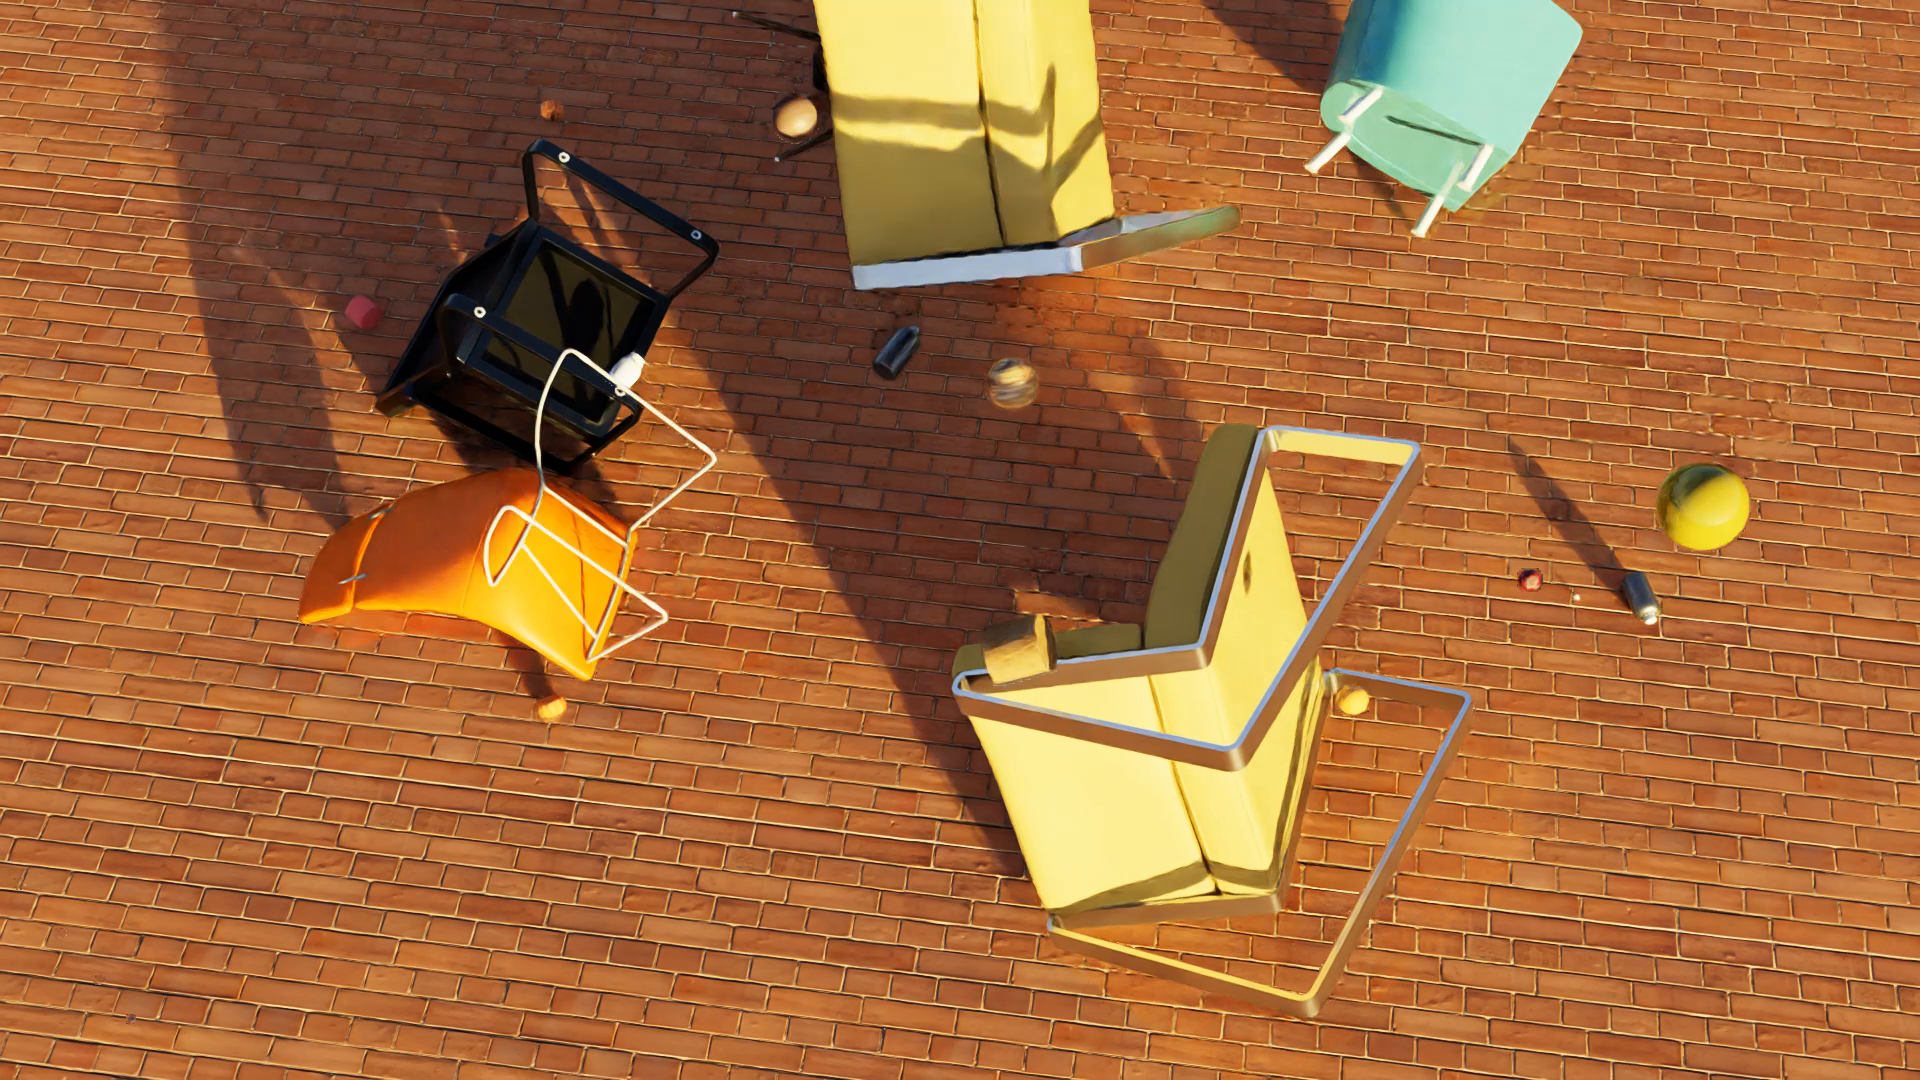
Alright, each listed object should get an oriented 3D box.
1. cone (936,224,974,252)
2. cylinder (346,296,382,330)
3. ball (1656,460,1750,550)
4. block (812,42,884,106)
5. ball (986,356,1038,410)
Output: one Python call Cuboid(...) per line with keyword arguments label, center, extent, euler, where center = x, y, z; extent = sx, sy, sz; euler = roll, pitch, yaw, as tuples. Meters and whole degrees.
Cuboid(label="cone", center=(-0.020, -1.012, 7.232), extent=(0.127, 0.069, 0.119), euler=(-14, 39, 4))
Cuboid(label="cylinder", center=(-1.901, -0.726, 7.013), extent=(0.072, 0.080, 0.089), euler=(35, 61, 21))
Cuboid(label="ball", center=(1.875, -0.088, 5.553), extent=(0.225, 0.225, 0.225), euler=(0, 56, 0))
Cuboid(label="block", center=(-0.384, -1.598, 7.556), extent=(0.232, 0.135, 0.080), euler=(20, 53, 11))
Cuboid(label="ball", center=(0.134, -0.403, 5.660), extent=(0.137, 0.137, 0.137), euler=(0, 56, 0))
